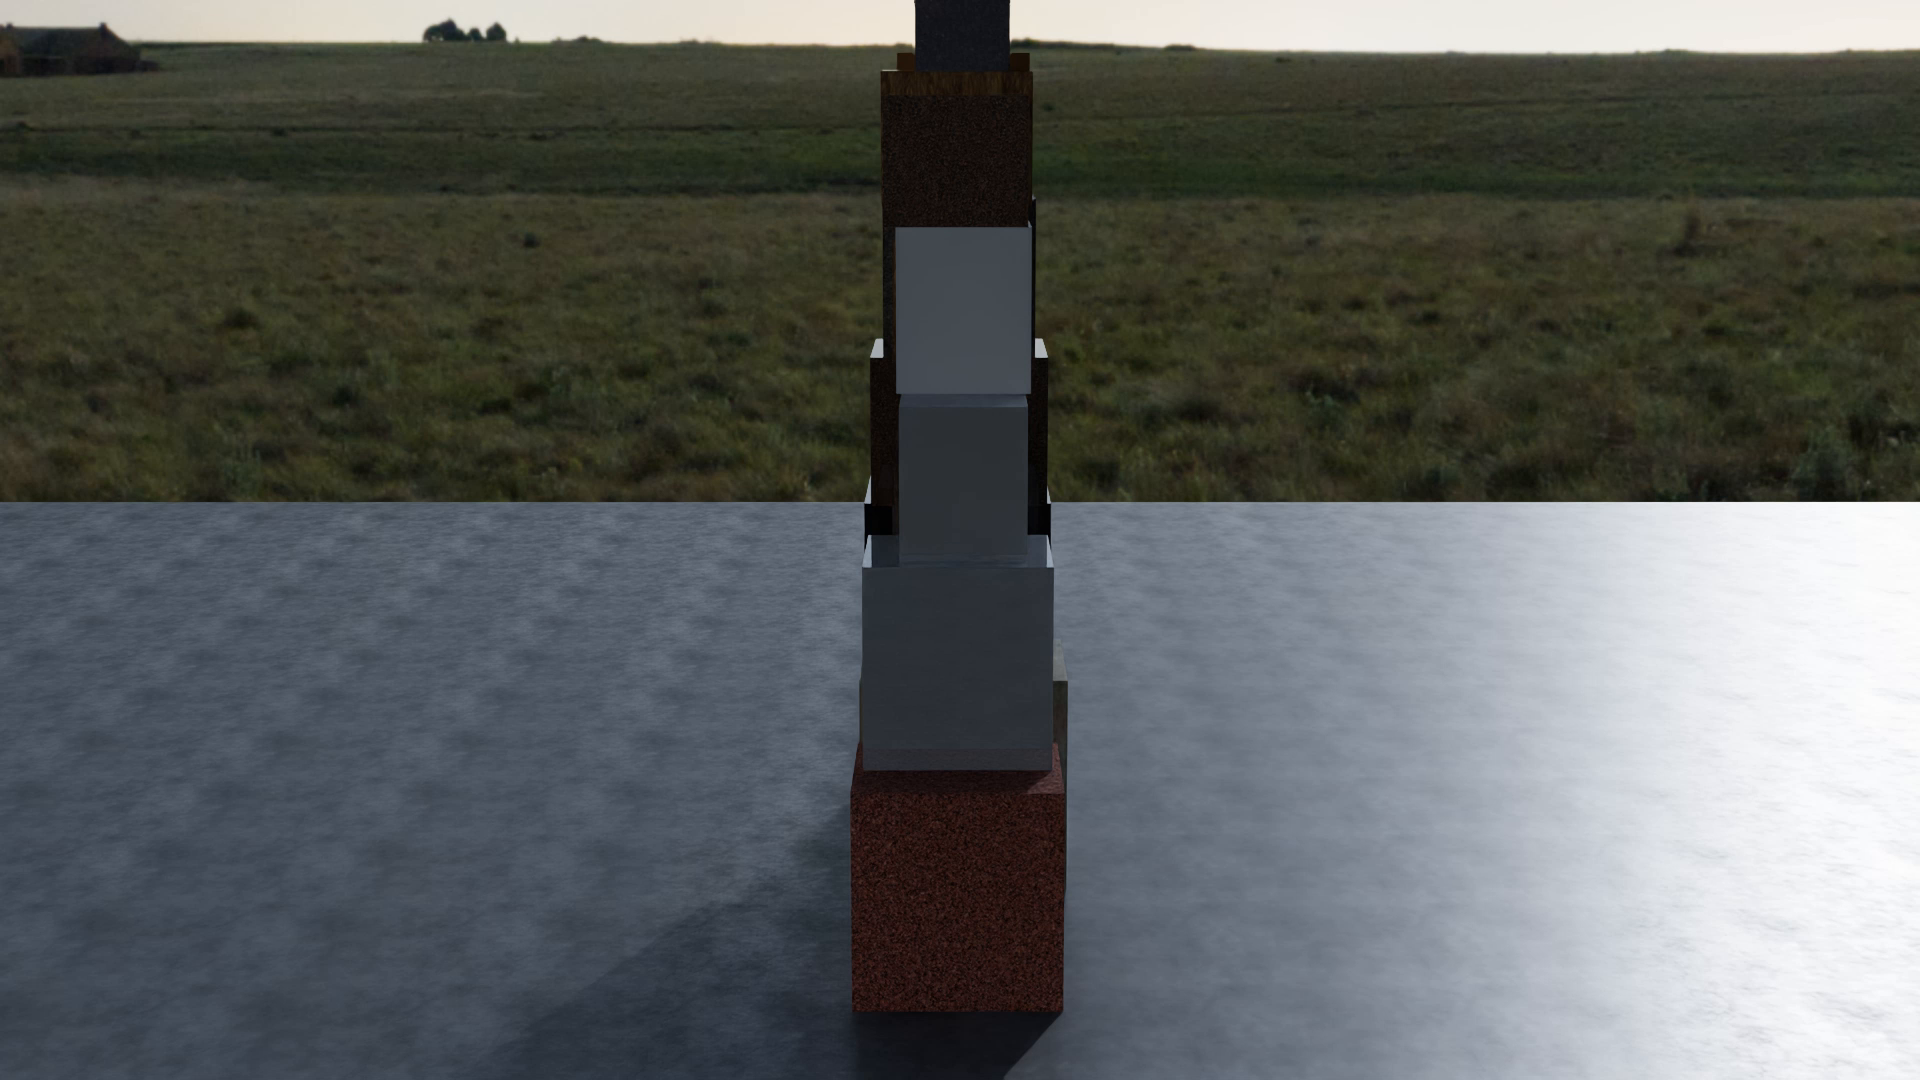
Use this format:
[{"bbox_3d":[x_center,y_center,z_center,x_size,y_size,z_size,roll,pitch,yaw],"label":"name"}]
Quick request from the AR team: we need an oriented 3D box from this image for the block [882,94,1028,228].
[{"bbox_3d":[-0.017,-1.527,10.300,0.570,0.509,0.542,0,10,0],"label":"block"}]

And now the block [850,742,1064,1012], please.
[{"bbox_3d":[-0.009,1.301,10.019,0.800,0.855,0.741,0,10,0],"label":"block"}]

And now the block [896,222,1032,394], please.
[{"bbox_3d":[0.015,-0.954,10.407,0.535,0.657,0.568,0,10,0],"label":"block"}]

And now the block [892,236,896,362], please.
[{"bbox_3d":[-0.013,-1.042,10.959,0.531,0.506,0.534,0,10,0],"label":"block"}]

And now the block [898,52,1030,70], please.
[{"bbox_3d":[0.015,-1.853,11.439,0.573,0.623,0.561,0,10,0],"label":"block"}]

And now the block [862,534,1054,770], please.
[{"bbox_3d":[-0.008,0.434,10.172,0.730,0.797,0.703,0,10,0],"label":"block"}]

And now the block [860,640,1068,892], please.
[{"bbox_3d":[0.015,0.993,11.469,0.893,0.943,0.823,0,10,0],"label":"block"}]

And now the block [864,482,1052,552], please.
[{"bbox_3d":[-0.010,0.132,11.532,0.807,0.728,0.766,0,10,0],"label":"block"}]

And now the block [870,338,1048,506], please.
[{"bbox_3d":[-0.004,-0.531,11.353,0.757,0.640,0.782,0,10,0],"label":"block"}]

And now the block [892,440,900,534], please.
[{"bbox_3d":[-0.010,-0.141,10.729,0.533,0.474,0.551,0,11,0],"label":"block"}]

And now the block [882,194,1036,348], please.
[{"bbox_3d":[-0.003,-1.220,11.529,0.668,0.653,0.630,0,10,0],"label":"block"}]

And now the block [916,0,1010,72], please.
[{"bbox_3d":[0.010,-2.153,10.776,0.390,0.355,0.444,0,11,0],"label":"block"}]

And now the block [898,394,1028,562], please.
[{"bbox_3d":[0.013,-0.266,10.122,0.493,0.597,0.596,0,10,0],"label":"block"}]

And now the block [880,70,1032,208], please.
[{"bbox_3d":[-0.013,-1.706,10.856,0.623,0.552,0.609,0,11,0],"label":"block"}]
